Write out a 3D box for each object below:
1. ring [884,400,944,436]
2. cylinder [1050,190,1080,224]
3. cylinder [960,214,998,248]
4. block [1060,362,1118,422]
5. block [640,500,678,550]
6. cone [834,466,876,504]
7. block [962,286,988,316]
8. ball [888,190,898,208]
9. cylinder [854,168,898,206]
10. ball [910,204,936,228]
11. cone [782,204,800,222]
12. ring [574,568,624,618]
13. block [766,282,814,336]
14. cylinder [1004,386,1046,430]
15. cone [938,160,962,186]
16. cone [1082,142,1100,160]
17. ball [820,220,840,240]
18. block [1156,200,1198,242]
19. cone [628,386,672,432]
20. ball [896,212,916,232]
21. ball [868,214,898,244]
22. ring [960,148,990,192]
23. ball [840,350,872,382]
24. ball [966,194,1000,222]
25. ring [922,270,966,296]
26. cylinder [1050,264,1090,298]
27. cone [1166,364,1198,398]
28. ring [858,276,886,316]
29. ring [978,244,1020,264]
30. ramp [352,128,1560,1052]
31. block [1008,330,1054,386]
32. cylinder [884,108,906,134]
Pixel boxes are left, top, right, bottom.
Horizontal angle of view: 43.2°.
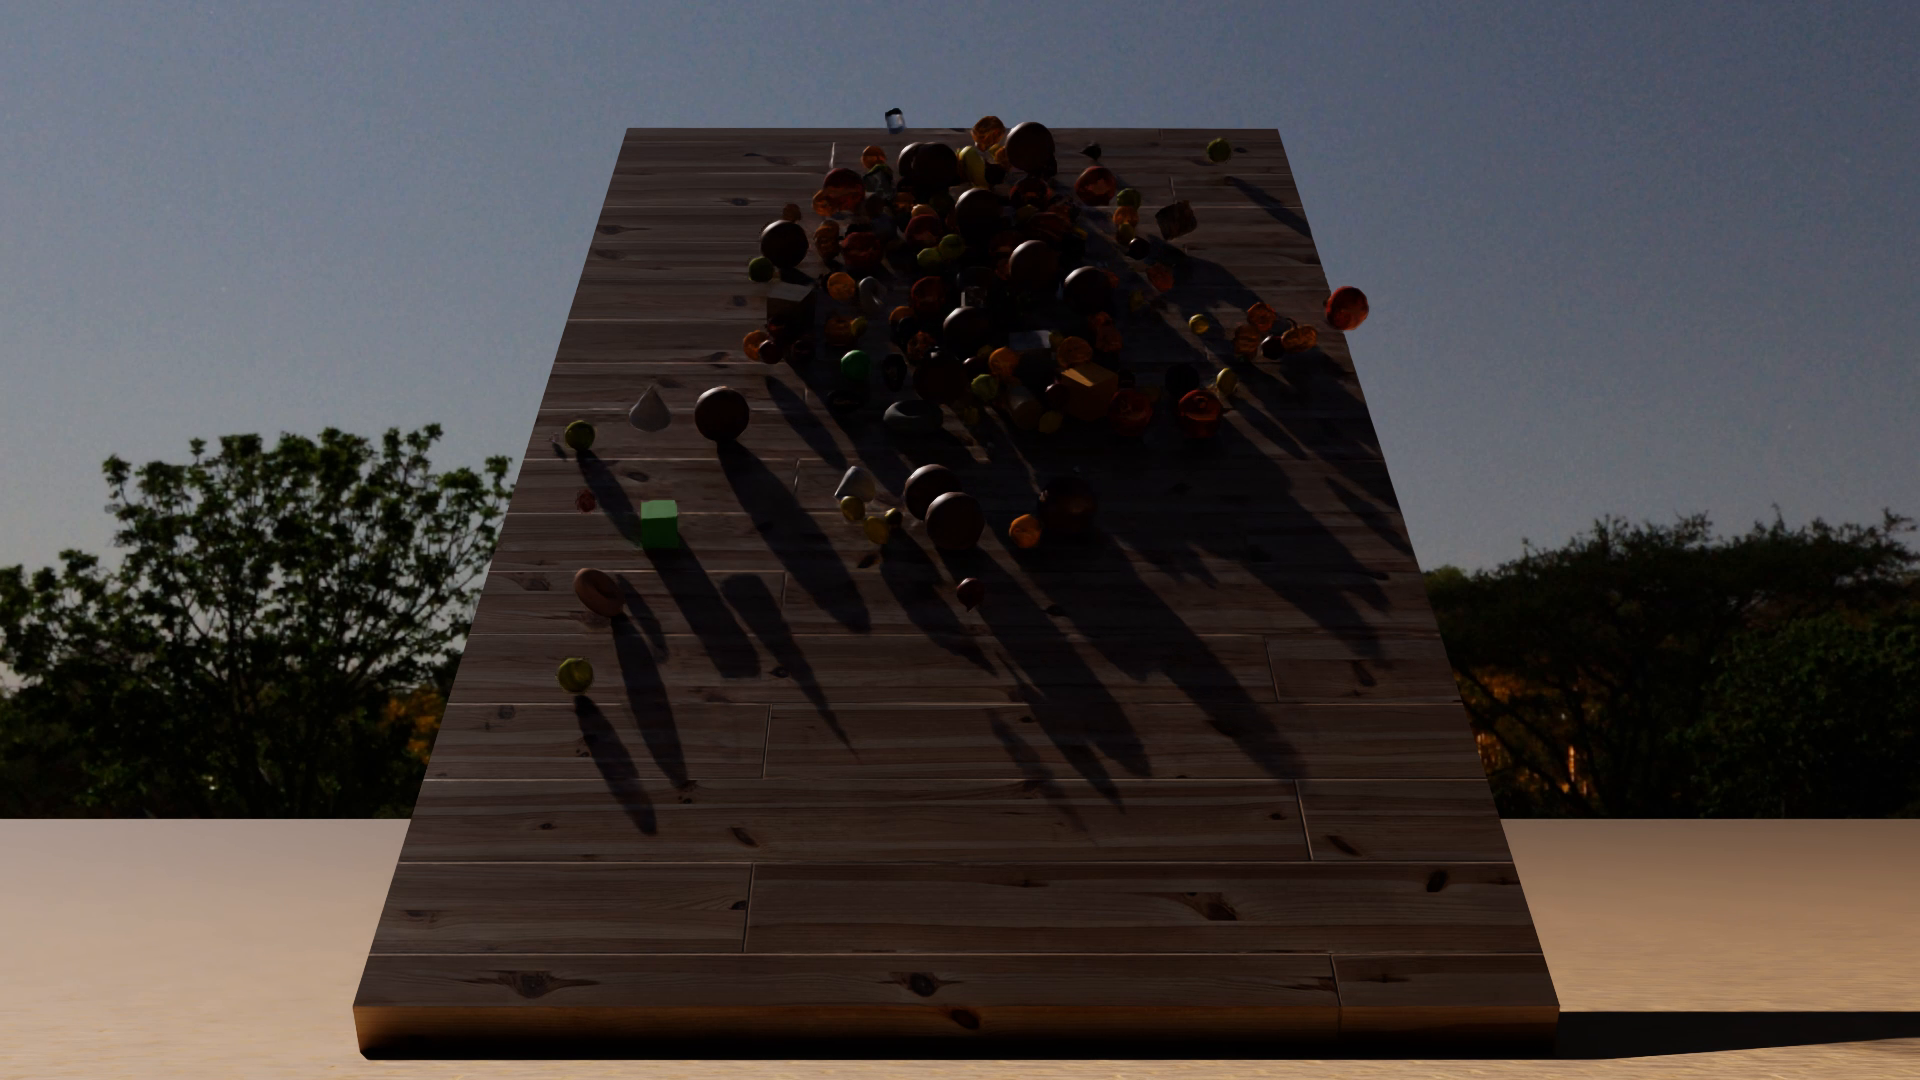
[{"bbox_3d":[-0.110,-0.291,5.761,0.144,0.048,0.144,0,28,0],"label":"ring"},{"bbox_3d":[0.295,-0.934,6.810,0.065,0.065,0.065,-29,-20,-12],"label":"cylinder"},{"bbox_3d":[0.053,-0.850,6.680,0.077,0.077,0.077,21,5,31],"label":"cylinder"},{"bbox_3d":[0.310,-0.356,5.827,0.097,0.097,0.097,-24,39,-35],"label":"block"},{"bbox_3d":[-0.656,-0.034,5.297,0.077,0.077,0.077,-4,31,-6],"label":"block"},{"bbox_3d":[-0.251,-0.108,5.382,0.089,0.089,0.089,-7,17,45],"label":"cone"},{"bbox_3d":[0.036,-0.604,6.124,0.058,0.058,0.058,1,-16,-6],"label":"block"},{"bbox_3d":[-0.202,-0.975,6.896,0.056,0.056,0.056,0,-6,0],"label":"ball"},{"bbox_3d":[-0.237,-0.978,6.797,0.091,0.091,0.091,-30,1,1],"label":"cylinder"},{"bbox_3d":[-0.101,-0.883,6.606,0.068,0.068,0.068,0,-6,0],"label":"ball"},{"bbox_3d":[-0.452,-0.890,6.671,0.056,0.056,0.056,4,23,-35],"label":"cone"},{"bbox_3d":[-0.750,0.109,5.038,0.041,0.122,0.122,-43,-25,20],"label":"ring"},{"bbox_3d":[-0.435,-0.595,6.228,0.094,0.094,0.094,10,32,16],"label":"block"},{"bbox_3d":[0.154,-0.314,5.772,0.080,0.080,0.080,2,29,-19],"label":"cylinder"},{"bbox_3d":[-0.030,-1.054,6.930,0.070,0.070,0.070,-6,-8,-1],"label":"cone"},{"bbox_3d":[0.381,-1.155,7.217,0.053,0.053,0.053,-15,2,-30],"label":"cone"},{"bbox_3d":[-0.357,-0.851,6.652,0.056,0.056,0.056,0,-6,0],"label":"ball"},{"bbox_3d":[0.595,-0.878,6.669,0.078,0.078,0.078,-21,-4,-13],"label":"block"},{"bbox_3d":[-0.713,-0.319,5.583,0.100,0.100,0.100,1,-45,-8],"label":"cone"},{"bbox_3d":[-0.144,-0.873,6.661,0.059,0.059,0.059,0,-6,0],"label":"ball"},{"bbox_3d":[-0.212,-0.852,6.663,0.082,0.082,0.082,0,-6,0],"label":"ball"},{"bbox_3d":[0.042,-1.047,6.857,0.046,0.138,0.138,-27,-5,-4],"label":"ring"},{"bbox_3d":[-0.256,-0.427,5.962,0.077,0.077,0.077,0,-6,0],"label":"ball"},{"bbox_3d":[0.064,-0.919,6.774,0.097,0.097,0.097,0,-6,0],"label":"ball"},{"bbox_3d":[-0.044,-0.679,6.428,0.116,0.039,0.116,-1,31,1],"label":"ring"},{"bbox_3d":[0.287,-0.678,6.362,0.077,0.077,0.077,4,-9,-34],"label":"cylinder"},{"bbox_3d":[0.545,-0.392,5.948,0.083,0.083,0.083,-1,4,7],"label":"cone"},{"bbox_3d":[-0.216,-0.603,6.002,0.033,0.100,0.100,-11,-11,31],"label":"ring"},{"bbox_3d":[0.103,-0.774,6.561,0.116,0.039,0.116,-8,10,1],"label":"ring"},{"bbox_3d":[-0.014,-0.204,5.762,2.000,0.100,4.000,0,31,0],"label":"ramp"},{"bbox_3d":[0.175,-0.448,5.972,0.099,0.099,0.099,-4,31,2],"label":"block"},{"bbox_3d":[-0.184,-1.192,6.912,0.052,0.052,0.052,-15,-19,-5],"label":"cylinder"}]
